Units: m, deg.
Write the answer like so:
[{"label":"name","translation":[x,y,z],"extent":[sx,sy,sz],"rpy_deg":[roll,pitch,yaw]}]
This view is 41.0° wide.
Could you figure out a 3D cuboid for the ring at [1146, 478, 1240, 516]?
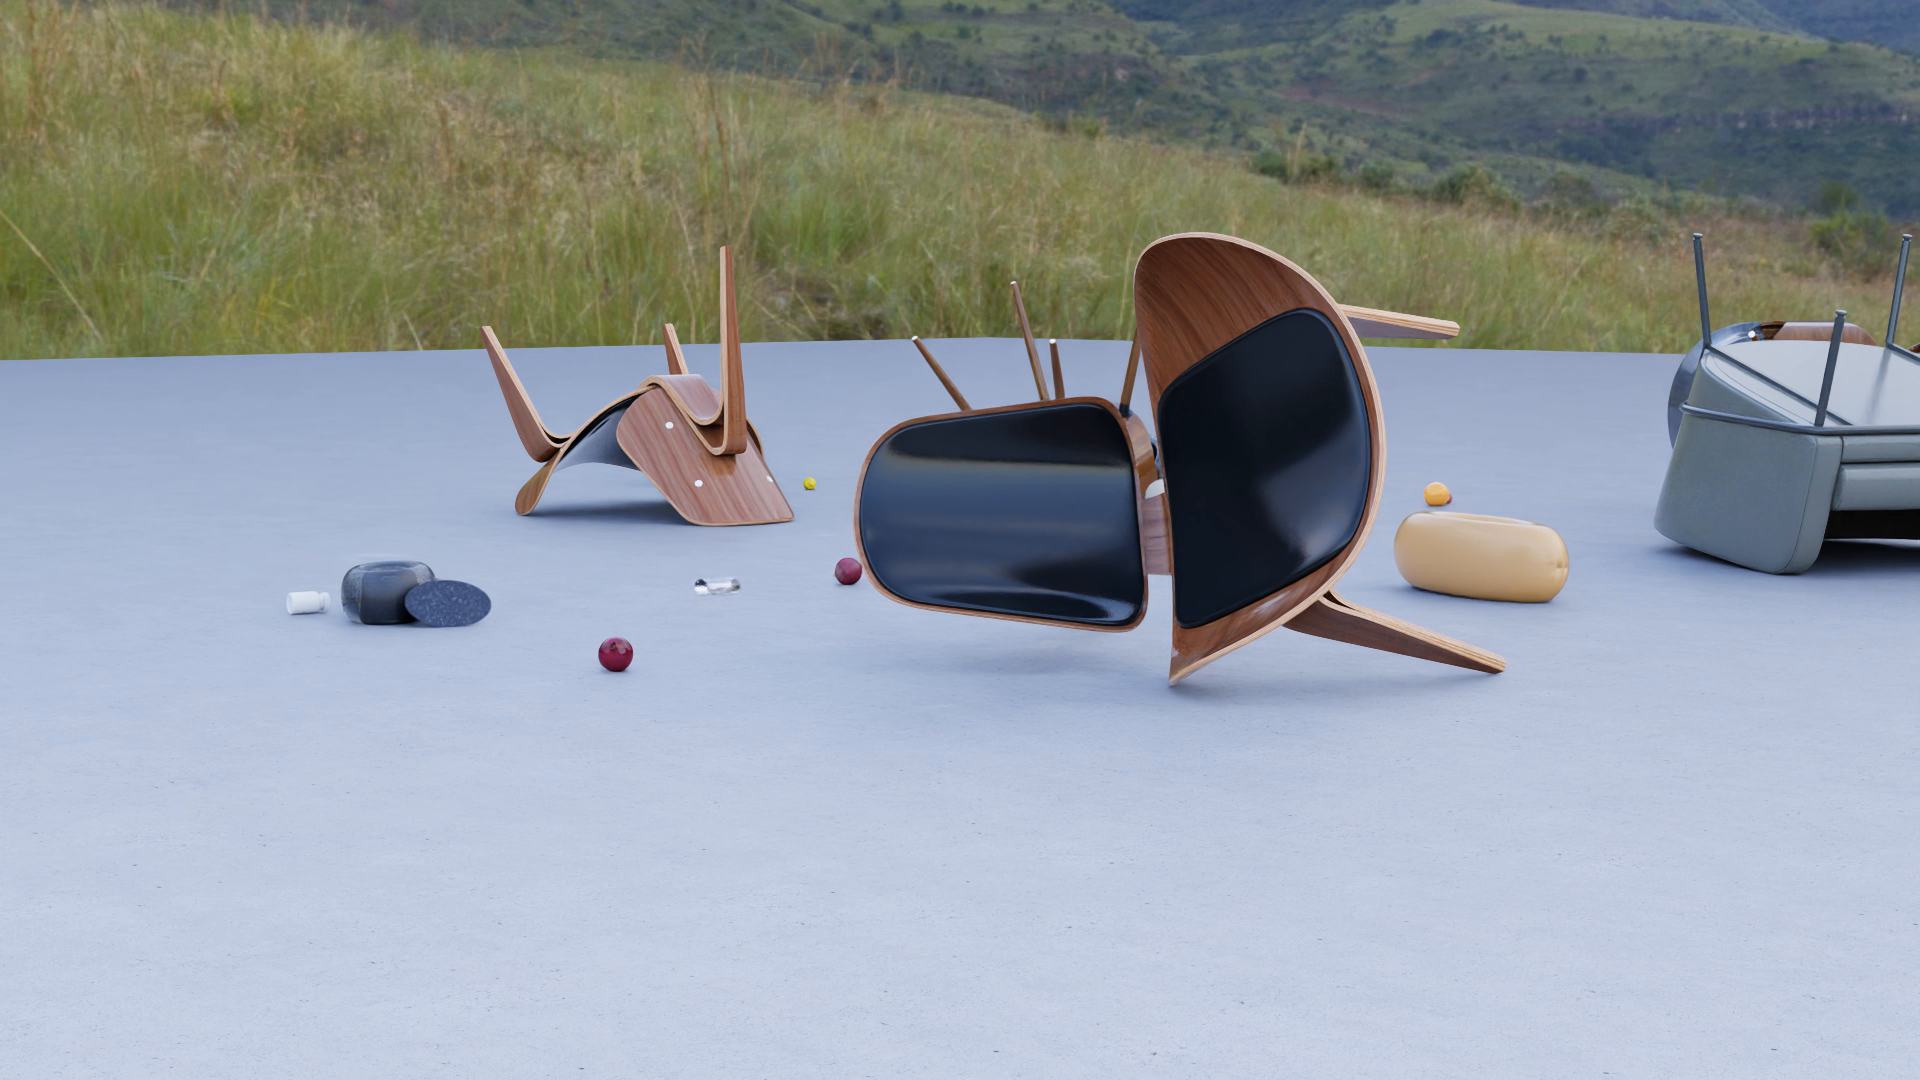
[{"label":"ring","translation":[0.646,-0.118,7.120],"extent":[0.264,0.092,0.272],"rpy_deg":[3,7,17]}]

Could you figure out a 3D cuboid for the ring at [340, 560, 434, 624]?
[{"label":"ring","translation":[-1.096,0.101,4.927],"extent":[0.183,0.105,0.212],"rpy_deg":[-2,7,-4]}]

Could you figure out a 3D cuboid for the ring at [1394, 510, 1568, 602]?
[{"label":"ring","translation":[1.076,0.034,5.317],"extent":[0.198,0.160,0.448],"rpy_deg":[-1,7,-36]}]

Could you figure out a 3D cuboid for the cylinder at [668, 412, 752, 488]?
[{"label":"cylinder","translation":[-0.796,-0.290,8.141],"extent":[0.263,0.215,0.305],"rpy_deg":[-24,8,-5]}]

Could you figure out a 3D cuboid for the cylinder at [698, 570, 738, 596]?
[{"label":"cylinder","translation":[-0.503,0.096,5.317],"extent":[0.073,0.034,0.058],"rpy_deg":[27,12,-27]}]

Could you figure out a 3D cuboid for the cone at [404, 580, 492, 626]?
[{"label":"cone","translation":[-0.980,0.137,4.879],"extent":[0.162,0.094,0.095],"rpy_deg":[3,-22,-19]}]
